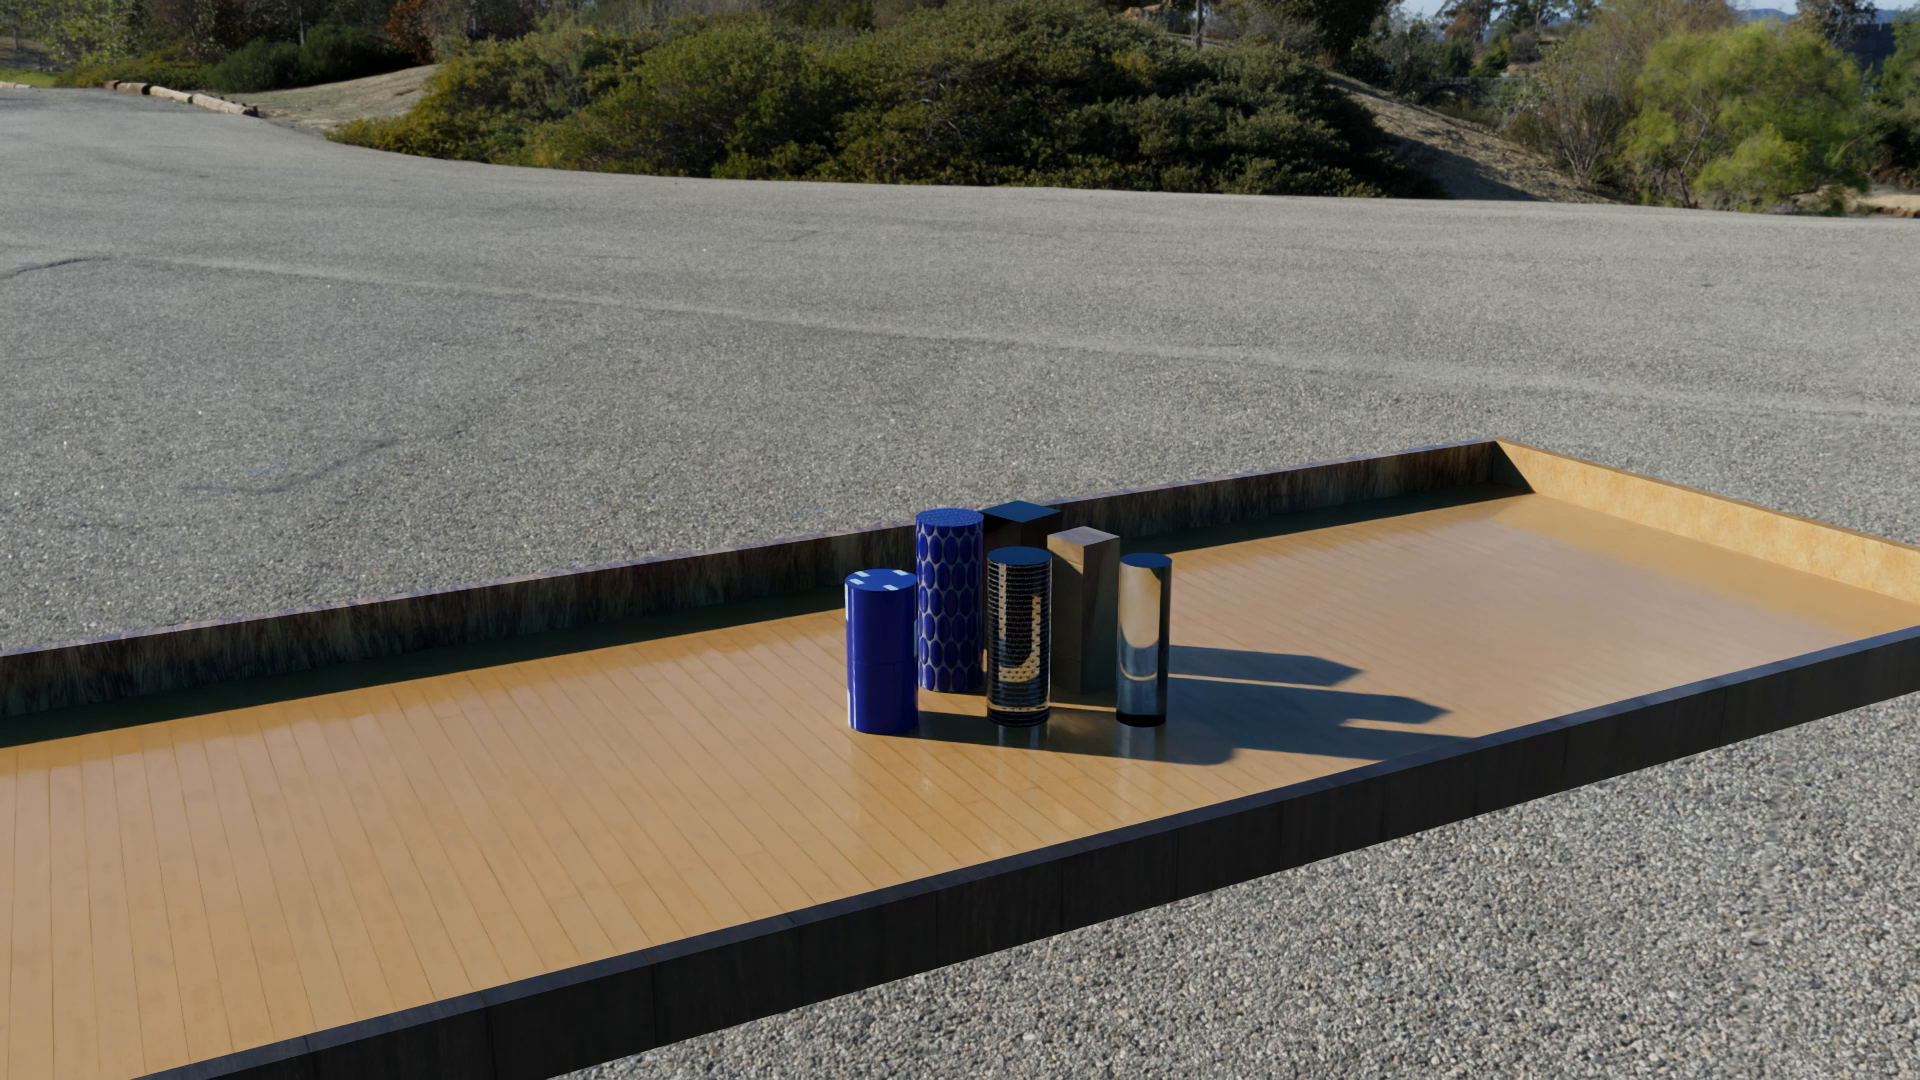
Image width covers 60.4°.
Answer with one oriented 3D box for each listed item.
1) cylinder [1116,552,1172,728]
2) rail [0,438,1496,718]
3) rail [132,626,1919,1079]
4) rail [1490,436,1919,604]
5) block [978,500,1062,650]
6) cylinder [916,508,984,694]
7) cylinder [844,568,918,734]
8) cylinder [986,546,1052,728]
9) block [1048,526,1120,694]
[{"bbox_3d":[0.430,0.234,3.863,0.121,0.392,0.121,0,16,0],"label":"cylinder"},{"bbox_3d":[-3.305,0.497,3.399,12.000,0.150,0.050,-9,18,-27],"label":"rail"},{"bbox_3d":[-2.336,1.006,1.665,12.000,0.150,0.050,-9,18,-27],"label":"rail"},{"bbox_3d":[2.466,-0.048,5.253,0.050,0.150,2.100,-9,18,-27],"label":"rail"},{"bbox_3d":[0.156,0.104,4.337,0.156,0.374,0.156,16,22,42],"label":"block"},{"bbox_3d":[-0.025,0.149,4.089,0.168,0.428,0.168,0,16,0],"label":"cylinder"},{"bbox_3d":[-0.181,0.260,3.849,0.168,0.351,0.168,0,16,0],"label":"cylinder"},{"bbox_3d":[0.138,0.227,3.877,0.150,0.398,0.150,0,16,0],"label":"cylinder"},{"bbox_3d":[0.303,0.173,4.088,0.125,0.382,0.125,-14,21,-39],"label":"block"}]
